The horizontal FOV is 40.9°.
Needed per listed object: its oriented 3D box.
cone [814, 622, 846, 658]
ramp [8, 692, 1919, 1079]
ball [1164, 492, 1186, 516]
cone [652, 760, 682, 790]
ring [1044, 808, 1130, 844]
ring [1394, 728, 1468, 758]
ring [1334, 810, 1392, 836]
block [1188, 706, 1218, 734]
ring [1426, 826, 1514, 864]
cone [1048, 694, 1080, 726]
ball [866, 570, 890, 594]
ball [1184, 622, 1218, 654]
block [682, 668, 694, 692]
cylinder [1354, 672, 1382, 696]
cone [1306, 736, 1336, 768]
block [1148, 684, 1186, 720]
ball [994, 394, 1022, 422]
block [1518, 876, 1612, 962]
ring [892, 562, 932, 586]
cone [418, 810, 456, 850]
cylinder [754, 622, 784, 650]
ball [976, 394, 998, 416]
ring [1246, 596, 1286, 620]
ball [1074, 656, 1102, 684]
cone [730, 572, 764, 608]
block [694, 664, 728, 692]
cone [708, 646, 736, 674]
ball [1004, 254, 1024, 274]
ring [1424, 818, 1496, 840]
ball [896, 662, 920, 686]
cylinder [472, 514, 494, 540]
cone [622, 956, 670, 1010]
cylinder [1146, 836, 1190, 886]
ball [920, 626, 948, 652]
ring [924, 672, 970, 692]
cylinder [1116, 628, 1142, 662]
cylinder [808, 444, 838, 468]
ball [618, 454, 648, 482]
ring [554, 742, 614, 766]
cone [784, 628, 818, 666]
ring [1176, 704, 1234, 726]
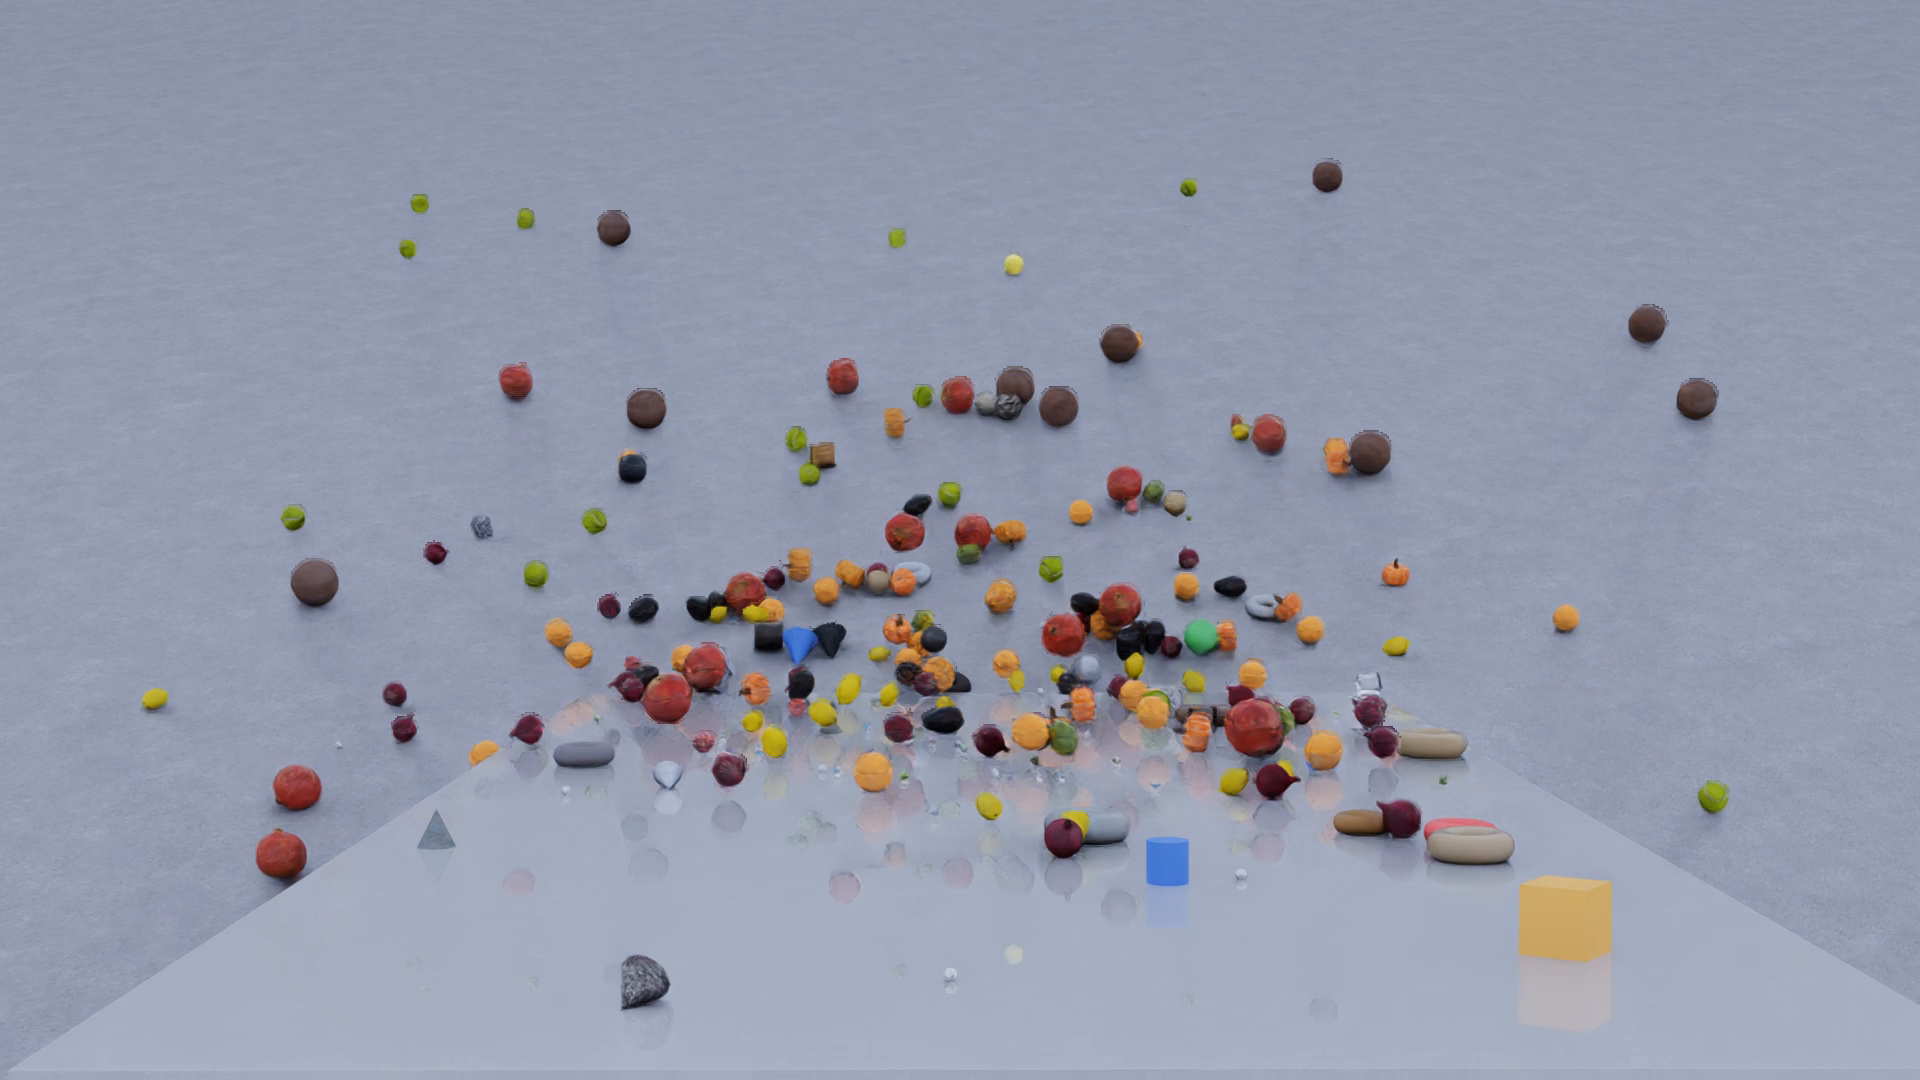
[{"bbox_3d":[-0.348,0.286,6.945,0.090,0.090,0.090,-3,51,-7],"label":"cone"},{"bbox_3d":[0.056,0.506,4.550,2.000,0.100,4.000,0,2,0],"label":"ramp"},{"bbox_3d":[0.649,-0.108,7.778,0.071,0.071,0.071,0,24,0],"label":"ball"},{"bbox_3d":[-0.530,0.439,4.686,0.054,0.054,0.054,-3,29,-8],"label":"cone"},{"bbox_3d":[0.201,0.450,4.064,0.137,0.046,0.137,1,1,0],"label":"ring"},{"bbox_3d":[0.948,0.409,5.192,0.148,0.049,0.148,0,3,0],"label":"ring"},{"bbox_3d":[0.647,0.454,4.141,0.093,0.031,0.093,-1,3,0],"label":"ring"},{"bbox_3d":[0.530,0.393,5.612,0.053,0.053,0.053,1,2,16],"label":"block"},{"bbox_3d":[0.766,0.458,3.863,0.130,0.043,0.130,-1,3,0],"label":"ring"},{"bbox_3d":[0.227,0.395,5.744,0.074,0.074,0.074,4,31,8],"label":"cone"},{"bbox_3d":[-0.231,0.118,7.280,0.068,0.068,0.068,0,24,0],"label":"ball"},{"bbox_3d":[0.648,0.262,6.907,0.089,0.089,0.089,0,24,0],"label":"ball"},{"bbox_3d":[-0.687,0.370,6.715,0.059,0.059,0.059,0,7,13],"label":"block"},{"bbox_3d":[1.025,0.361,6.465,0.054,0.054,0.054,3,23,-13],"label":"cylinder"},{"bbox_3d":[0.703,0.410,5.016,0.060,0.060,0.060,0,2,0],"label":"cone"},{"bbox_3d":[0.476,0.371,5.937,0.074,0.074,0.074,0,2,14],"label":"block"},{"bbox_3d":[0.160,-0.437,8.476,0.091,0.091,0.091,0,24,0],"label":"ball"},{"bbox_3d":[0.738,0.461,3.142,0.085,0.085,0.085,1,2,34],"label":"block"},{"bbox_3d":[-0.139,0.096,7.367,0.116,0.039,0.116,0,23,0],"label":"ring"},{"bbox_3d":[-0.811,0.446,3.992,0.059,0.059,0.059,0,2,0],"label":"cone"},{"bbox_3d":[-0.516,0.258,6.962,0.075,0.075,0.075,1,24,-3],"label":"cylinder"},{"bbox_3d":[0.089,-0.448,8.519,0.076,0.076,0.076,0,24,0],"label":"ball"},{"bbox_3d":[0.850,0.187,7.167,0.114,0.038,0.114,1,23,0],"label":"ring"},{"bbox_3d":[0.335,0.341,6.786,0.073,0.073,0.073,0,24,0],"label":"ball"},{"bbox_3d":[-0.594,0.156,7.232,0.093,0.093,0.093,-4,51,-9],"label":"cone"},{"bbox_3d":[-0.635,0.356,6.577,0.065,0.065,0.065,7,-11,-35],"label":"block"},{"bbox_3d":[-0.654,0.336,6.838,0.085,0.085,0.085,-26,23,8],"label":"cone"},{"bbox_3d":[0.206,-1.053,9.854,0.075,0.075,0.075,0,24,0],"label":"ball"},{"bbox_3d":[0.777,0.455,3.998,0.114,0.038,0.114,1,1,0],"label":"ring"},{"bbox_3d":[-0.138,0.351,6.774,0.065,0.065,0.065,0,24,0],"label":"ball"},{"bbox_3d":[-1.416,-0.039,7.642,0.056,0.056,0.056,-8,26,-17],"label":"cylinder"},{"bbox_3d":[-0.361,0.501,2.845,0.059,0.059,0.059,9,32,19],"label":"cone"},{"bbox_3d":[0.295,0.456,3.656,0.060,0.060,0.060,0,2,0],"label":"cylinder"},{"bbox_3d":[-0.069,0.264,6.842,0.070,0.070,0.070,0,24,0],"label":"ball"},{"bbox_3d":[-0.034,0.382,6.733,0.125,0.042,0.125,1,25,0],"label":"ring"},{"bbox_3d":[0.453,0.281,6.918,0.065,0.065,0.065,-6,27,3],"label":"cylinder"},{"bbox_3d":[-0.432,-0.264,8.120,0.070,0.070,0.070,10,18,-28],"label":"cylinder"},{"bbox_3d":[-1.017,-0.223,8.006,0.091,0.091,0.091,0,24,0],"label":"ball"},{"bbox_3d":[-0.737,0.420,5.048,0.120,0.040,0.120,-1,3,0],"label":"ring"},{"bbox_3d":[-0.434,0.301,6.908,0.096,0.096,0.096,2,51,5],"label":"cone"},{"bbox_3d":[0.548,0.392,5.768,0.134,0.045,0.134,1,2,0],"label":"ring"}]
